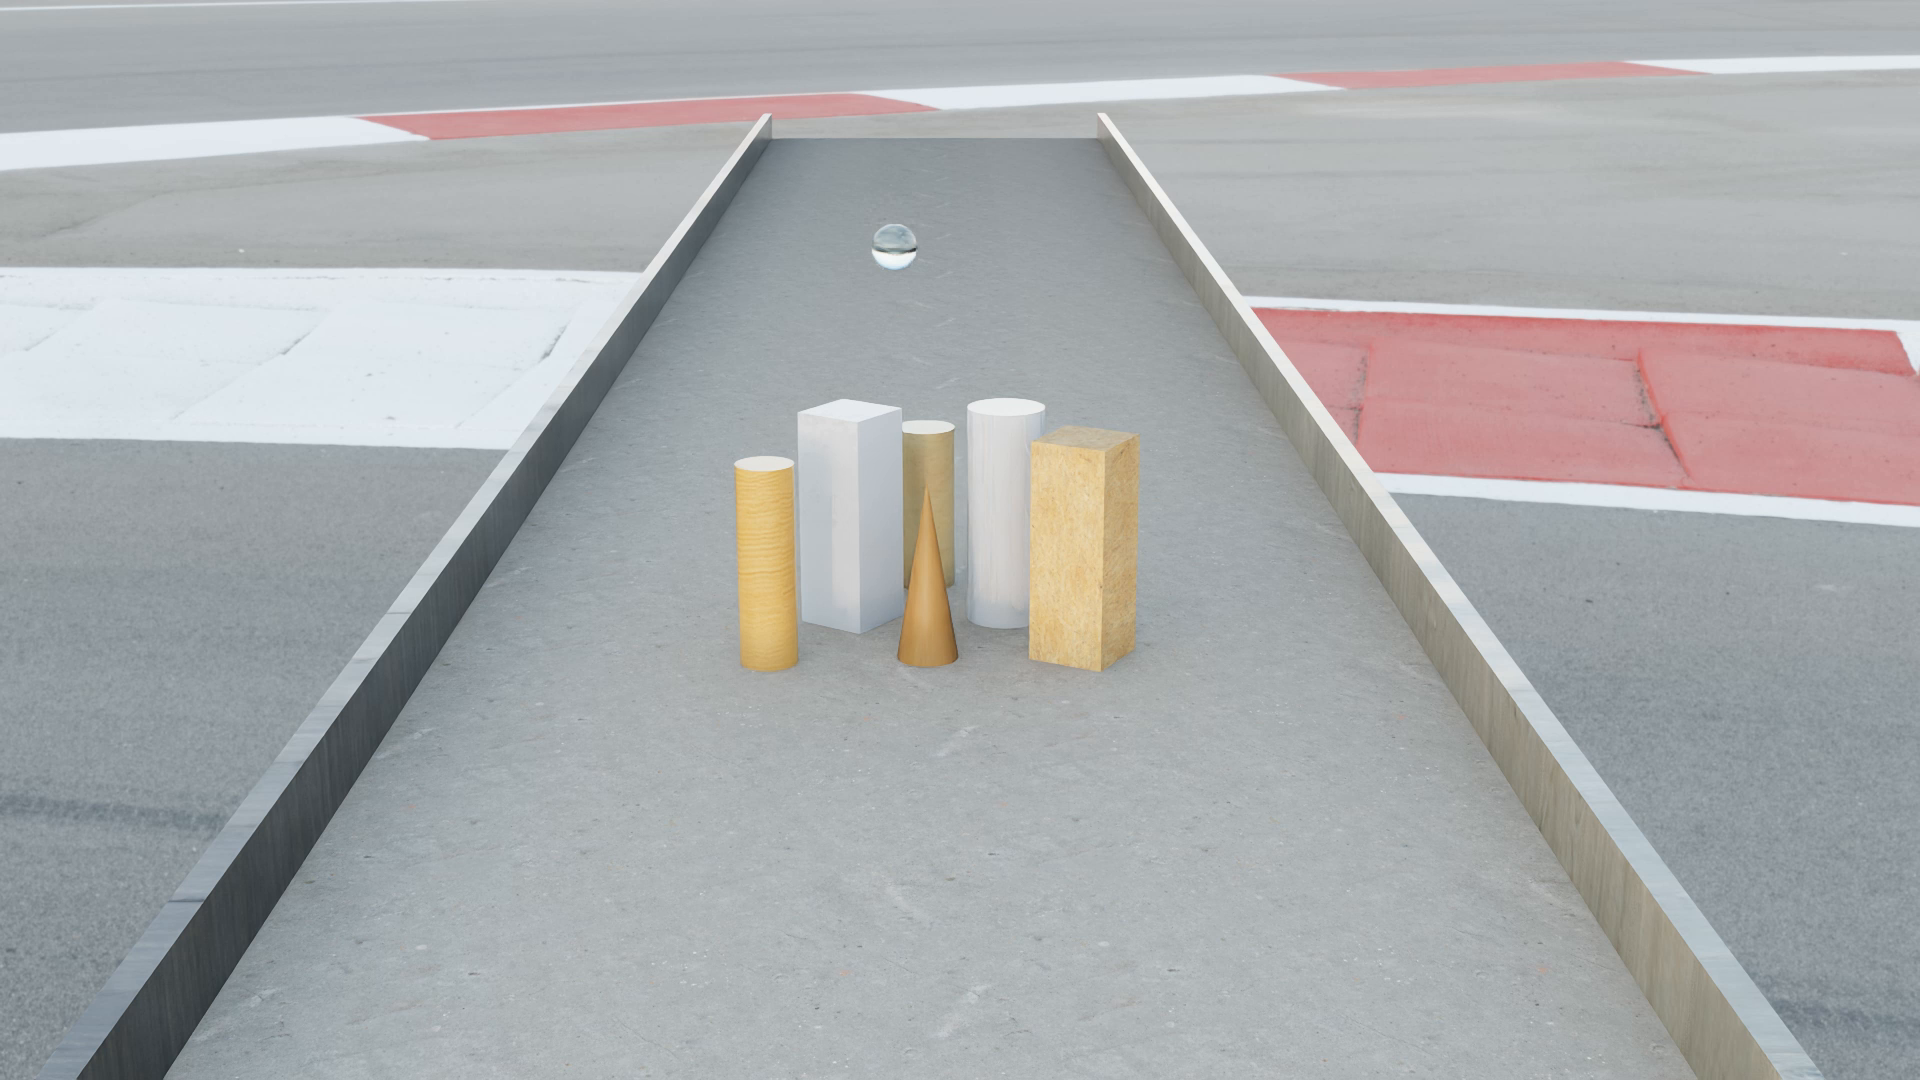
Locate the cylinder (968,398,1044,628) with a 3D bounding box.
[{"bbox_3d":[0.095,-0.057,4.616,0.161,0.457,0.161,0,17,0],"label":"cylinder"}]

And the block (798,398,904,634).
[{"bbox_3d":[-0.227,-0.051,4.606,0.154,0.452,0.154,11,20,33],"label":"block"}]

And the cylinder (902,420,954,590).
[{"bbox_3d":[-0.077,-0.077,4.860,0.130,0.356,0.130,0,17,0],"label":"cylinder"}]

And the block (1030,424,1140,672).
[{"bbox_3d":[0.248,0.014,4.388,0.160,0.450,0.160,9,19,28],"label":"block"}]

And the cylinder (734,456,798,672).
[{"bbox_3d":[-0.382,0.047,4.351,0.116,0.409,0.116,0,17,0],"label":"cylinder"}]

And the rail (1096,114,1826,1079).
[{"bbox_3d":[0.932,-0.844,7.801,0.050,0.150,12.000,0,17,-1],"label":"rail"}]

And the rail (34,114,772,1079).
[{"bbox_3d":[-1.118,-0.838,7.780,0.050,0.150,12.000,0,17,-1],"label":"rail"}]

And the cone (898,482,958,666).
[{"bbox_3d":[-0.065,0.059,4.384,0.124,0.367,0.124,0,17,0],"label":"cone"}]

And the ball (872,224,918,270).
[{"bbox_3d":[-0.265,-1.183,8.878,0.186,0.186,0.186,0,17,0],"label":"ball"}]
